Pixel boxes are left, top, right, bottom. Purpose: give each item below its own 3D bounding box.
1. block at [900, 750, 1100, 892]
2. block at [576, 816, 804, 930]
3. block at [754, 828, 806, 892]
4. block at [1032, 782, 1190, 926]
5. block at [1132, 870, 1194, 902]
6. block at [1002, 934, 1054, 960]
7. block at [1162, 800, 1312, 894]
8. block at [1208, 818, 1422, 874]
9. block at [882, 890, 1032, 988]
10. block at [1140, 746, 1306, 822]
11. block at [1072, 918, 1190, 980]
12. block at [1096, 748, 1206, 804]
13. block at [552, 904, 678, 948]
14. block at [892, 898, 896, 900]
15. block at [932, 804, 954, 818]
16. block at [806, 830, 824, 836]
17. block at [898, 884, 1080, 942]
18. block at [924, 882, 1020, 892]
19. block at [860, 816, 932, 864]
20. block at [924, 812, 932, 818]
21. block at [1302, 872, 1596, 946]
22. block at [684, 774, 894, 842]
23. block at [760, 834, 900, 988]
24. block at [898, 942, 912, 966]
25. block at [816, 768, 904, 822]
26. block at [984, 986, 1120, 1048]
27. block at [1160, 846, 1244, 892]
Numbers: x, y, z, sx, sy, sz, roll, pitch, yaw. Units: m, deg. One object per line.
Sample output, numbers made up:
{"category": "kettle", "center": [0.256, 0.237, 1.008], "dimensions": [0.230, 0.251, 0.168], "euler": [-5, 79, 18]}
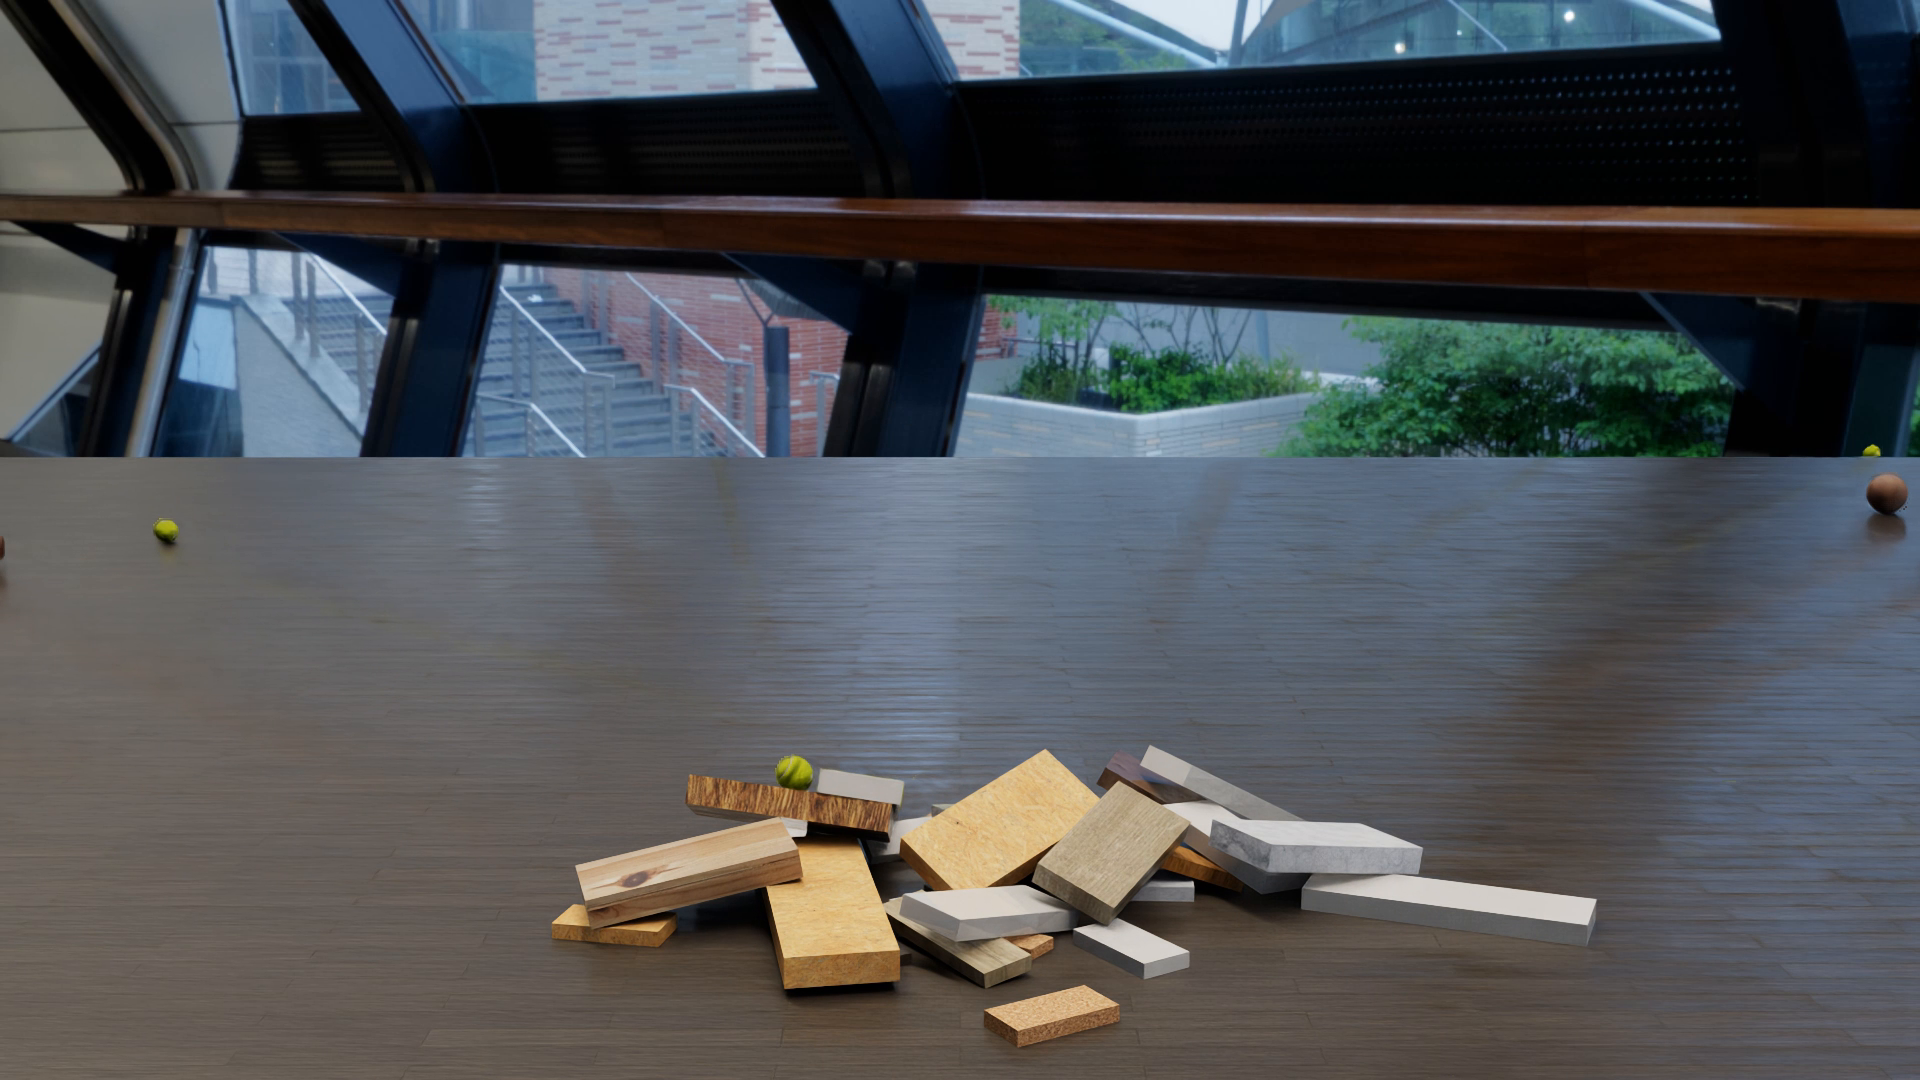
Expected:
{"category": "block", "center": [0.075, 0.485, 3.663], "dimensions": [0.322, 0.046, 0.161], "euler": [-28, 53, -31]}
{"category": "block", "center": [-0.439, 0.534, 3.547], "dimensions": [0.342, 0.048, 0.171], "euler": [-12, 13, -13]}
{"category": "block", "center": [-0.283, 0.548, 3.825], "dimensions": [0.088, 0.025, 0.322], "euler": [1, 11, 6]}
{"category": "block", "center": [0.248, 0.505, 3.568], "dimensions": [0.141, 0.040, 0.283], "euler": [28, 35, 19]}
{"category": "block", "center": [0.300, 0.576, 3.675], "dimensions": [0.176, 0.025, 0.088], "euler": [0, 11, 2]}
{"category": "block", "center": [0.075, 0.625, 3.432], "dimensions": [0.128, 0.018, 0.064], "euler": [7, 13, 35]}
{"category": "block", "center": [0.468, 0.520, 3.741], "dimensions": [0.126, 0.036, 0.252], "euler": [0, 22, -43]}
{"category": "block", "center": [0.594, 0.512, 3.671], "dimensions": [0.322, 0.046, 0.161], "euler": [6, 5, -31]}
{"category": "block", "center": [-0.012, 0.614, 3.402], "dimensions": [0.087, 0.025, 0.300], "euler": [-15, 20, -31]}
{"category": "block", "center": [0.472, 0.453, 3.932], "dimensions": [0.283, 0.040, 0.141], "euler": [28, -3, -28]}
{"category": "block", "center": [0.263, 0.629, 3.391], "dimensions": [0.088, 0.025, 0.176], "euler": [-7, 13, -34]}
{"category": "block", "center": [0.373, 0.467, 3.928], "dimensions": [0.252, 0.036, 0.126], "euler": [30, 16, 8]}
{"category": "block", "center": [-0.547, 0.611, 3.487], "dimensions": [0.176, 0.025, 0.088], "euler": [2, 11, 12]}
{"category": "block", "center": [-0.056, 0.603, 3.551], "dimensions": [0.064, 0.018, 0.128], "euler": [-6, 12, -29]}
{"category": "block", "center": [0.129, 0.481, 3.818], "dimensions": [0.337, 0.046, 0.161], "euler": [-1, -4, -9]}
{"category": "block", "center": [-0.224, 0.515, 3.875], "dimensions": [0.087, 0.025, 0.174], "euler": [8, 11, 0]}
{"category": "block", "center": [0.050, 0.580, 3.430], "dimensions": [0.120, 0.034, 0.294], "euler": [17, 7, 41]}
{"category": "block", "center": [0.020, 0.581, 3.660], "dimensions": [0.143, 0.020, 0.072], "euler": [-6, 12, -28]}
{"category": "block", "center": [-0.100, 0.526, 3.860], "dimensions": [0.143, 0.020, 0.072], "euler": [-5, 44, -24]}
{"category": "block", "center": [0.049, 0.524, 3.933], "dimensions": [0.239, 0.034, 0.120], "euler": [6, 12, 28]}
{"category": "block", "center": [0.791, 0.591, 3.567], "dimensions": [0.452, 0.036, 0.126], "euler": [4, 11, 22]}
{"category": "block", "center": [-0.287, 0.459, 3.749], "dimensions": [0.342, 0.048, 0.171], "euler": [8, -14, 2]}
{"category": "block", "center": [-0.218, 0.578, 3.481], "dimensions": [0.171, 0.048, 0.526], "euler": [-2, 12, -10]}
{"category": "block", "center": [-0.145, 0.639, 3.357], "dimensions": [0.128, 0.018, 0.064], "euler": [-5, 12, -25]}
{"category": "block", "center": [-0.173, 0.444, 3.807], "dimensions": [0.141, 0.040, 0.283], "euler": [9, -13, -1]}
{"category": "block", "center": [0.131, 0.677, 3.132], "dimensions": [0.174, 0.025, 0.087], "euler": [-6, 12, -31]}
{"category": "block", "center": [0.384, 0.542, 3.692], "dimensions": [0.176, 0.025, 0.088], "euler": [19, 6, -15]}
